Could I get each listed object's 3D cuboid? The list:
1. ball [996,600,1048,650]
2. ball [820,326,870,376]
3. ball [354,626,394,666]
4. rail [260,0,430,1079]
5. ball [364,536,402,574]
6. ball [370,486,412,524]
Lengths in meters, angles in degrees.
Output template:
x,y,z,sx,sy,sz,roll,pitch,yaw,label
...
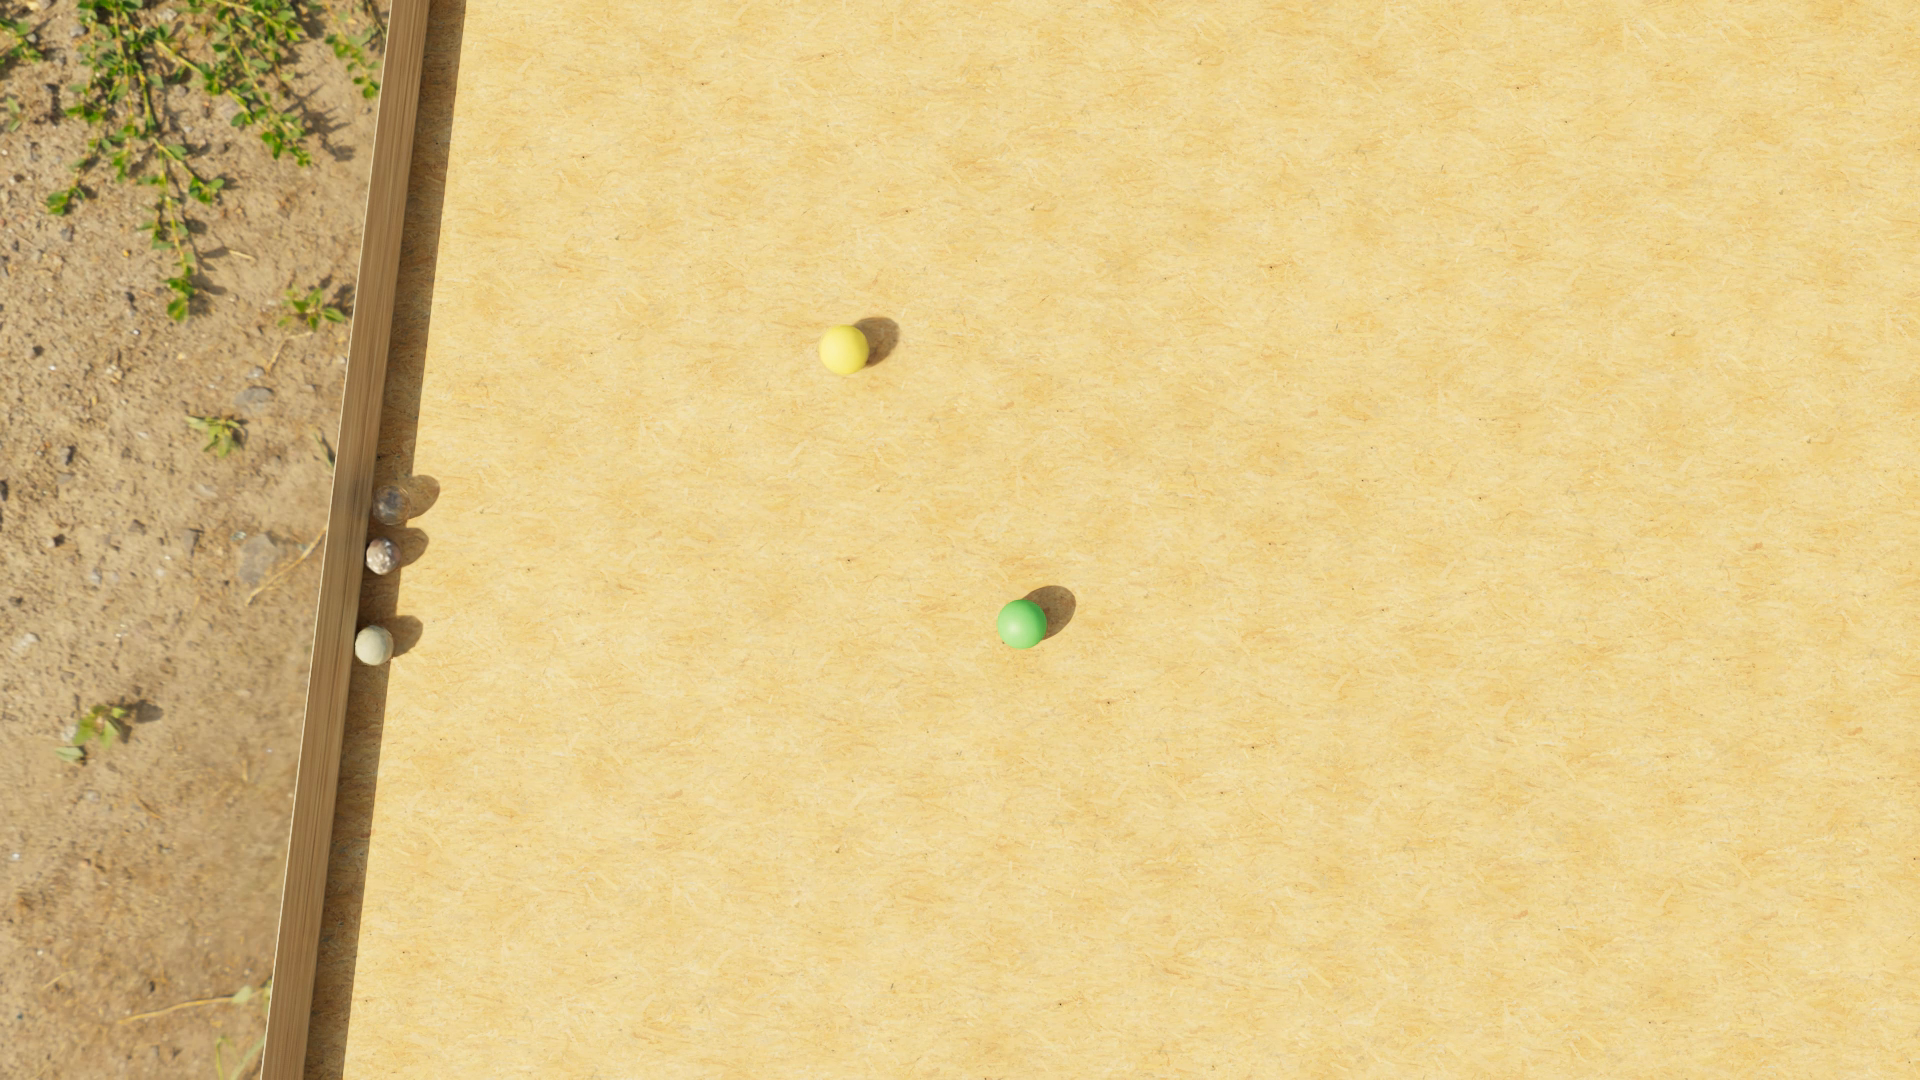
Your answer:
x,y,z,sx,sy,sz,roll,pitch,yaw,label
0.092,0.125,3.259,0.075,0.075,0.075,0,80,0,ball
-0.174,-0.287,3.331,0.075,0.075,0.075,0,80,0,ball
-0.869,0.156,3.261,0.059,0.059,0.059,0,80,0,ball
-0.900,-0.065,3.280,0.045,0.097,2.038,4,80,1,rail
-0.863,0.023,3.286,0.056,0.056,0.056,0,80,0,ball
-0.853,-0.052,3.297,0.060,0.060,0.060,0,80,0,ball
